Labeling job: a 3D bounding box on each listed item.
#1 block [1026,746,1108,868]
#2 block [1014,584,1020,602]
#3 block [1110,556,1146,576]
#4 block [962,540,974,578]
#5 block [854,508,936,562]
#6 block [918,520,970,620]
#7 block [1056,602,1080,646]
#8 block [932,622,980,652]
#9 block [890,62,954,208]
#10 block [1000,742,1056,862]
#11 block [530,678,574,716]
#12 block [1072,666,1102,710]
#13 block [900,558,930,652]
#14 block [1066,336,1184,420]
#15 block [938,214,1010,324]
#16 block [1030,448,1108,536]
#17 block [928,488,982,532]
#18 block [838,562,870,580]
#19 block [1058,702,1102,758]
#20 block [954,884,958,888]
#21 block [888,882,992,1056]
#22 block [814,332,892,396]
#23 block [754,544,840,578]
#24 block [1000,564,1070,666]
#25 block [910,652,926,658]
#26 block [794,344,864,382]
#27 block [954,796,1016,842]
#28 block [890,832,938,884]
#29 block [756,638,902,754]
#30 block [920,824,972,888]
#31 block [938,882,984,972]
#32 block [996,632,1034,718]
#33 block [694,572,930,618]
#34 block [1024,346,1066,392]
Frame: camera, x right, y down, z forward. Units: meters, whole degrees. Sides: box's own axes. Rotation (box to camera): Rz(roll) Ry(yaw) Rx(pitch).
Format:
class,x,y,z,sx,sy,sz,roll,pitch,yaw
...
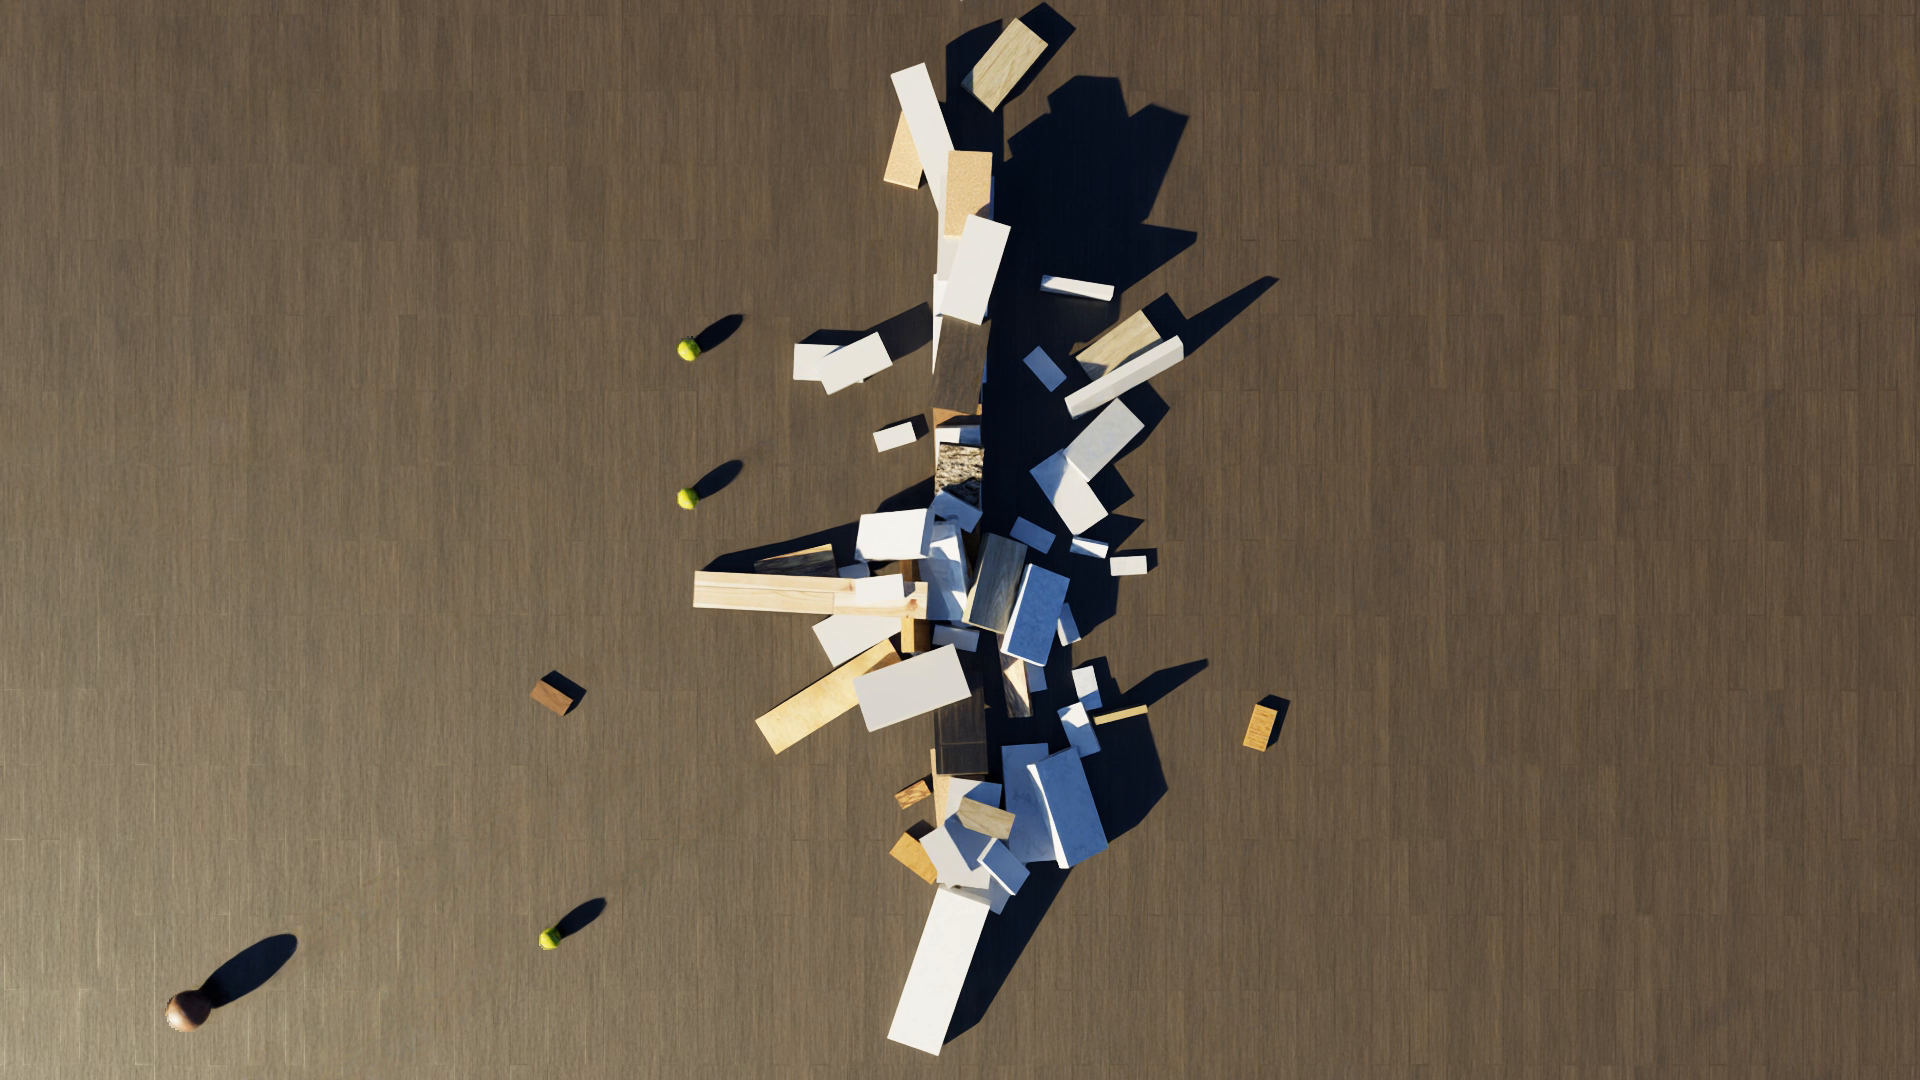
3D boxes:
class,x,y,z,sx,sy,sz,roll,pitch,yaw
block,0.355,0.879,5.429,0.177,0.050,0.354,-19,91,-33
block,0.205,0.236,5.472,0.082,0.023,0.164,-33,90,0
block,0.561,0.085,5.492,0.118,0.017,0.059,-3,90,0
block,-0.015,0.054,5.427,0.079,0.022,0.158,-17,97,3
block,-0.214,-0.013,5.365,0.301,0.043,0.151,-5,71,43
block,-0.055,0.100,5.394,0.151,0.043,0.331,-1,110,23
block,0.350,0.280,5.491,0.065,0.018,0.131,-20,90,0
block,-0.014,0.323,5.478,0.148,0.020,0.070,11,110,0
block,-0.079,-1.282,5.447,0.115,0.033,0.562,-20,97,0
block,0.226,0.867,5.444,0.153,0.043,0.381,-3,82,-6
block,-1.359,0.525,5.491,0.131,0.018,0.065,32,90,0
block,0.423,0.494,5.490,0.070,0.020,0.140,-13,90,0
block,-0.147,0.205,5.414,0.043,0.151,0.322,-2,87,20
block,0.543,-0.532,5.431,0.419,0.134,0.038,-29,73,0
block,0.047,-0.866,5.283,0.141,0.040,0.324,17,93,-1
block,0.361,-0.157,5.481,0.134,0.038,0.267,-35,90,0
block,-0.014,-0.095,5.350,0.158,0.022,0.079,29,107,-10
block,-0.445,0.128,5.485,0.292,0.014,0.049,-12,85,2
block,0.396,0.630,5.476,0.087,0.025,0.174,-21,90,16
block,-0.019,1.100,5.449,0.015,0.108,0.054,40,88,-30
block,-0.069,1.412,5.422,0.177,0.050,0.552,19,100,2
block,-0.354,-0.582,5.451,0.235,0.033,0.117,-25,90,0
block,-0.539,0.108,5.466,0.264,0.037,0.132,-13,85,3
block,0.249,0.247,5.422,0.151,0.043,0.302,21,78,-23
block,-0.134,0.380,5.493,0.049,0.014,0.098,-28,90,0
block,-0.435,-0.588,5.484,0.230,0.033,0.115,2,90,0
block,0.079,0.902,5.336,0.182,0.026,0.091,18,83,2
block,-0.138,1.057,5.488,0.174,0.025,0.087,37,90,0
block,-0.424,0.518,5.481,0.516,0.037,0.132,-32,90,0
block,-0.046,1.018,5.305,0.091,0.026,0.182,-31,84,-4
block,0.004,1.277,5.478,0.153,0.043,0.306,0,90,0
block,0.178,0.418,5.462,0.082,0.023,0.337,-7,93,28
block,-0.490,0.179,5.395,0.793,0.033,0.117,2,88,13
block,0.283,-0.569,5.490,0.071,0.020,0.142,-42,90,0
